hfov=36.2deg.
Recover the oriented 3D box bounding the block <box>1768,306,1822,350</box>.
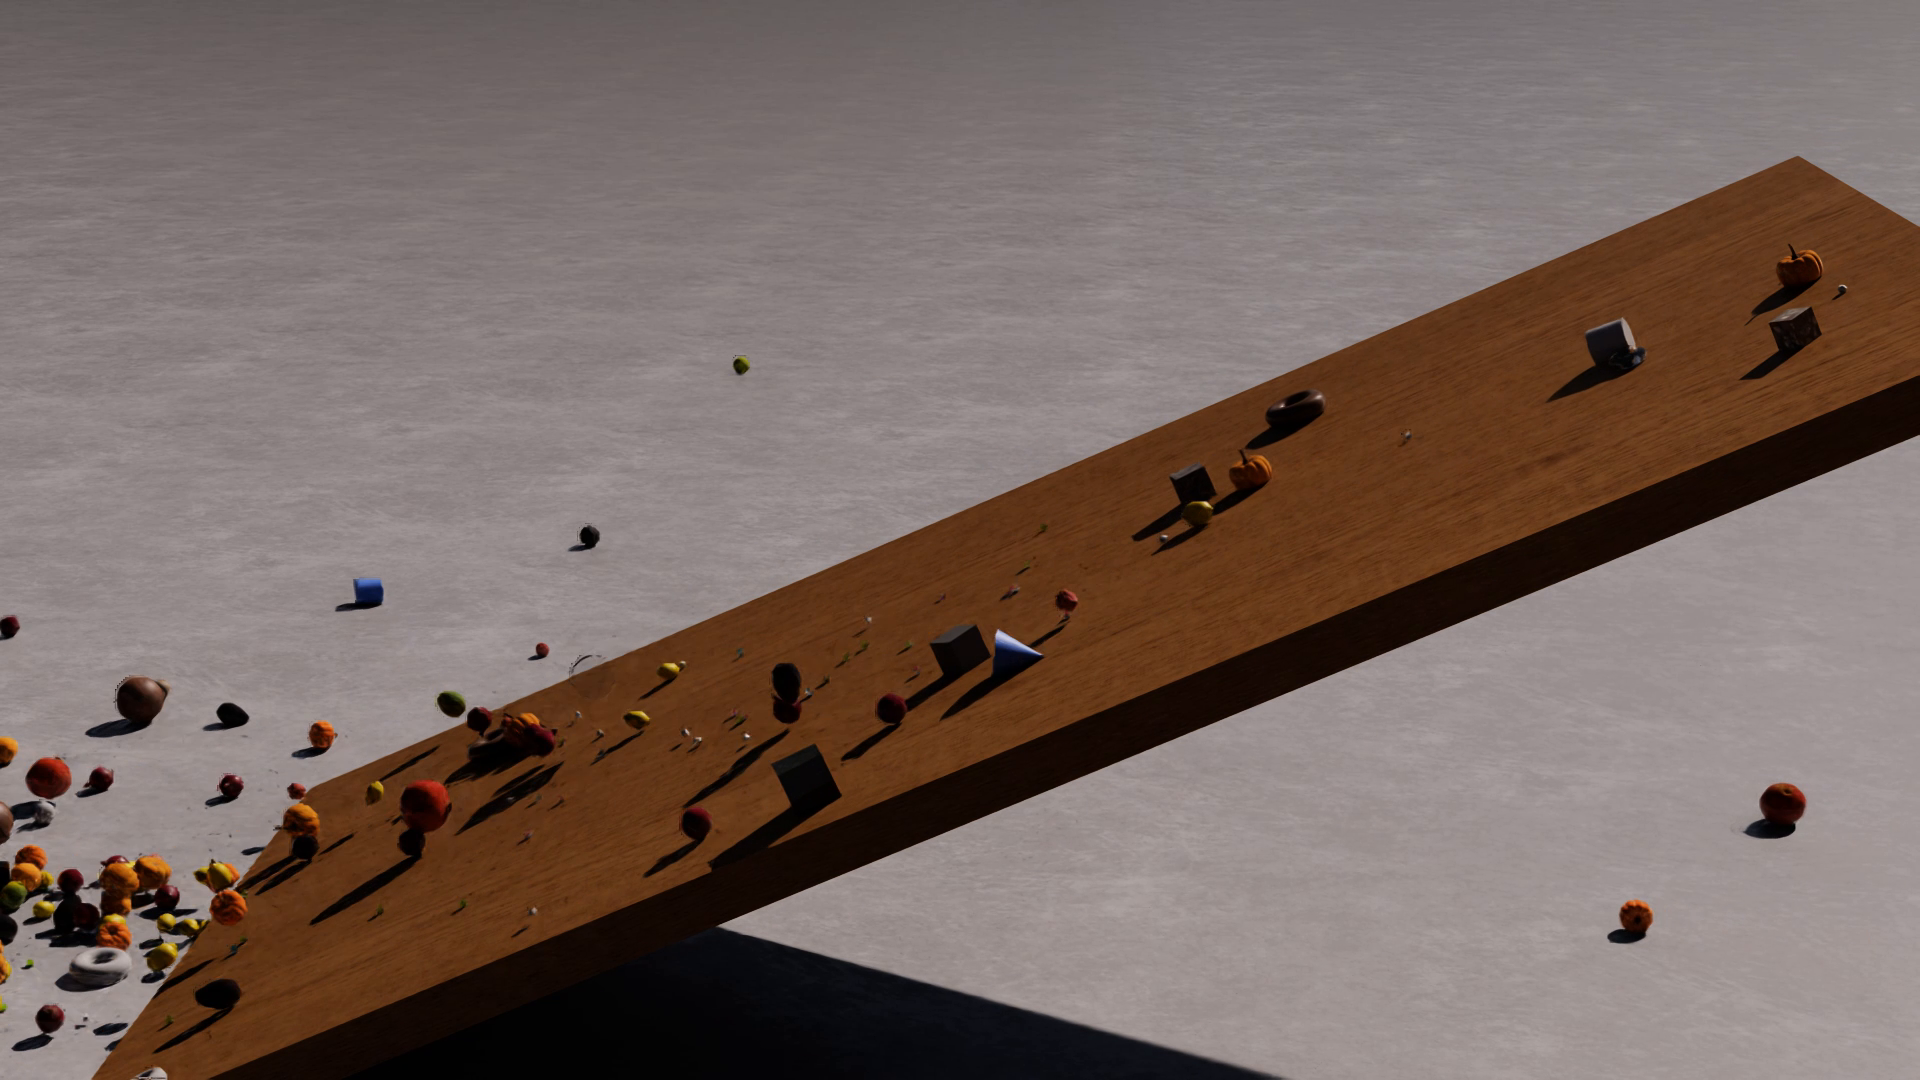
[{"bbox_3d":[1.569,-0.397,5.526,0.058,0.058,0.058,-32,14,-27],"label":"block"}]

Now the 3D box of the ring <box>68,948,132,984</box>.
[{"bbox_3d":[-1.931,0.957,6.610,0.137,0.046,0.137,0,16,0],"label":"ring"}]

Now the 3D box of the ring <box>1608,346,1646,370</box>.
[{"bbox_3d":[1.338,-0.364,5.897,0.078,0.026,0.078,-22,13,5],"label":"ring"}]

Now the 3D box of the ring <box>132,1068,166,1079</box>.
[{"bbox_3d":[-1.565,1.045,5.635,0.096,0.032,0.096,-25,12,6],"label":"ring"}]

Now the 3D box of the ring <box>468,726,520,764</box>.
[{"bbox_3d":[-1.111,0.487,7.000,0.134,0.045,0.134,-23,14,6],"label":"ring"}]

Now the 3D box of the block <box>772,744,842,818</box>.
[{"bbox_3d":[-0.288,0.450,5.509,0.091,0.091,0.091,-26,13,-6],"label":"block"}]

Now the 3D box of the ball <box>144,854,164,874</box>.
[{"bbox_3d":[-1.973,0.794,7.201,0.051,0.051,0.051,0,15,0],"label":"ball"}]

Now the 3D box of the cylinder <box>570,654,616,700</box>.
[{"bbox_3d":[-0.830,0.312,6.668,0.100,0.100,0.100,-2,-5,-6],"label":"cylinder"}]

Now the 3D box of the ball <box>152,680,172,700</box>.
[{"bbox_3d":[-2.315,0.433,8.524,0.056,0.056,0.056,0,15,0],"label":"ball"}]

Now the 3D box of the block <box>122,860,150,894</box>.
[{"bbox_3d":[-1.994,0.814,7.116,0.056,0.056,0.056,-6,16,-22],"label":"block"}]

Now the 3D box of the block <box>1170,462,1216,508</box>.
[{"bbox_3d":[0.504,-0.119,6.366,0.069,0.069,0.069,-26,13,-3],"label":"block"}]

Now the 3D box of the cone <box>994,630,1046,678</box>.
[{"bbox_3d":[0.119,0.226,5.759,0.098,0.098,0.098,4,15,3],"label":"cone"}]

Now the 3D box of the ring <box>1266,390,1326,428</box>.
[{"bbox_3d":[0.760,-0.296,6.650,0.144,0.048,0.144,-23,14,6],"label":"ring"}]

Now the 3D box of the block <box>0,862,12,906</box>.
[{"bbox_3d":[-2.330,0.823,7.014,0.092,0.092,0.092,4,16,13],"label":"block"}]

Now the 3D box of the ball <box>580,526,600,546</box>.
[{"bbox_3d":[-1.277,-0.014,10.152,0.068,0.068,0.068,0,15,0],"label":"ball"}]

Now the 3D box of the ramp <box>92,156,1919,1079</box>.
[{"bbox_3d":[0.132,0.170,6.284,4.000,0.100,2.000,-23,13,8],"label":"ramp"}]

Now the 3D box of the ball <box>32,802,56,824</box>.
[{"bbox_3d":[-2.349,0.699,7.541,0.056,0.056,0.056,0,15,0],"label":"ball"}]

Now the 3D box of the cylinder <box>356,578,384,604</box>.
[{"bbox_3d":[-1.903,0.166,9.469,0.077,0.077,0.077,-5,16,-19],"label":"cylinder"}]

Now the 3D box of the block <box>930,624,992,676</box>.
[{"bbox_3d":[0.000,0.222,5.928,0.074,0.074,0.074,-33,15,-30],"label":"block"}]
